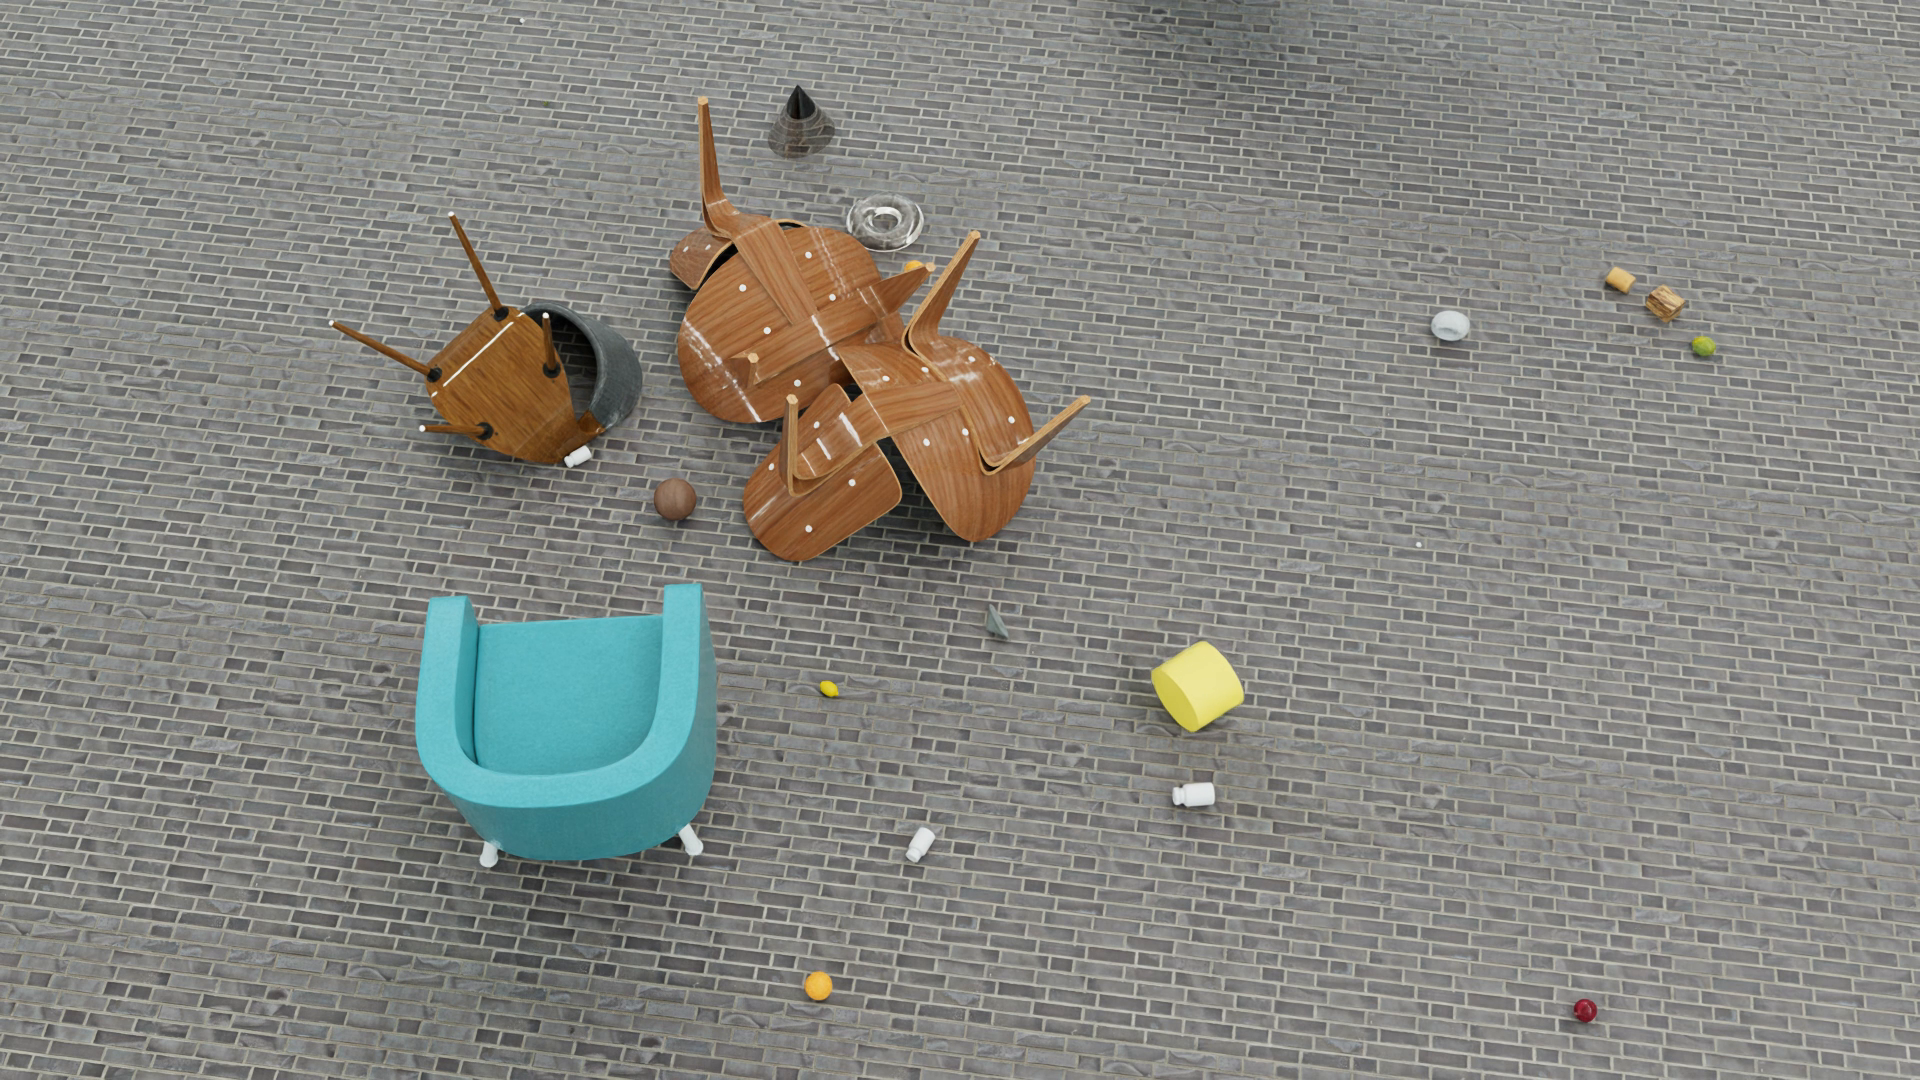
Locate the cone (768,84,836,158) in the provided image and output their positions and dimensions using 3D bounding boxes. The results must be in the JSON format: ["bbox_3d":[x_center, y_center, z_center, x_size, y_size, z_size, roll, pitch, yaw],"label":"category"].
[{"bbox_3d":[-0.541,-1.451,7.406,0.250,0.235,0.206,-39,64,-23],"label":"cone"}]

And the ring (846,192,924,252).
[{"bbox_3d":[-0.247,-1.049,7.247,0.256,0.051,0.250,0,57,1],"label":"ring"}]

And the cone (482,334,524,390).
[{"bbox_3d":[-1.440,-0.587,6.856,0.133,0.185,0.157,-12,57,-8],"label":"cone"}]

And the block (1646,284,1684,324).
[{"bbox_3d":[2.258,-0.757,7.043,0.063,0.064,0.092,-32,62,-19],"label":"block"}]

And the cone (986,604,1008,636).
[{"bbox_3d":[0.093,0.248,6.391,0.050,0.062,0.121,-36,57,15],"label":"cone"}]

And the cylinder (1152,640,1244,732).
[{"bbox_3d":[0.667,0.411,6.189,0.160,0.181,0.213,-30,61,-19],"label":"cylinder"}]
